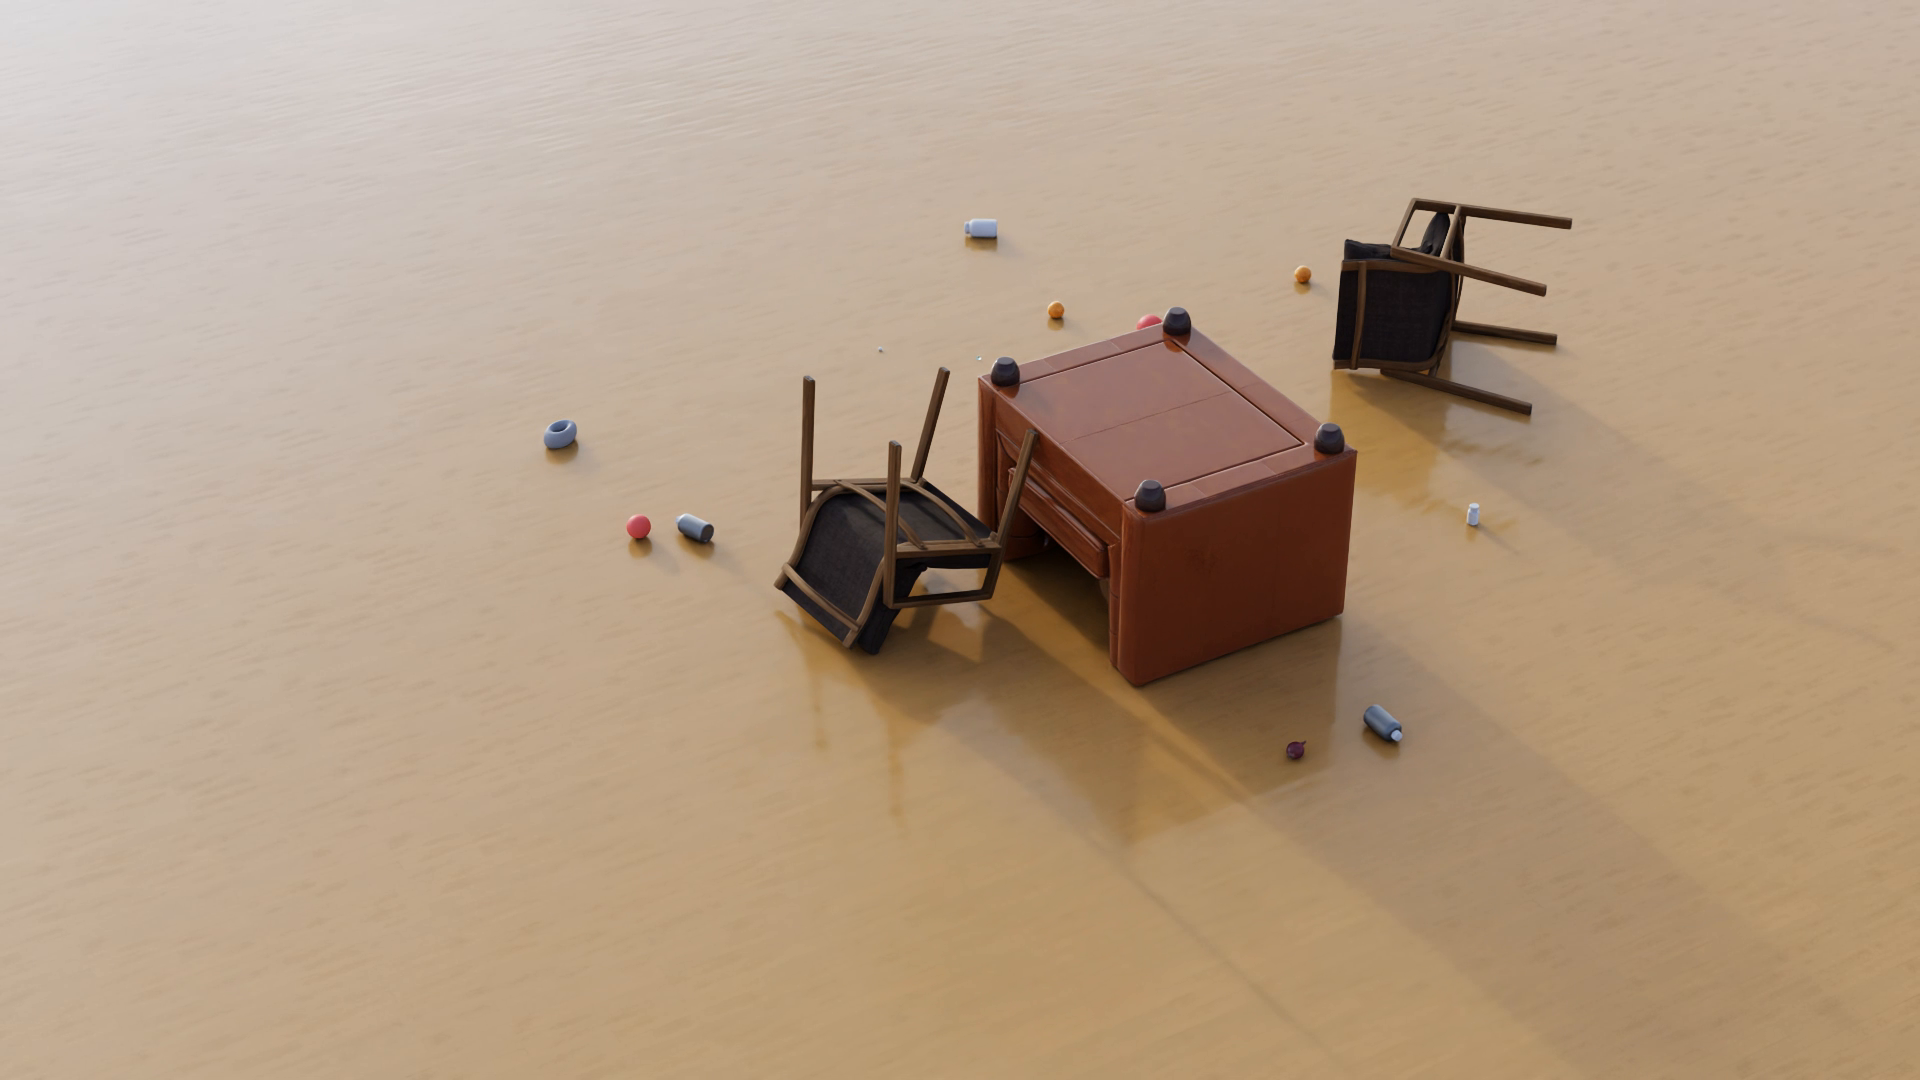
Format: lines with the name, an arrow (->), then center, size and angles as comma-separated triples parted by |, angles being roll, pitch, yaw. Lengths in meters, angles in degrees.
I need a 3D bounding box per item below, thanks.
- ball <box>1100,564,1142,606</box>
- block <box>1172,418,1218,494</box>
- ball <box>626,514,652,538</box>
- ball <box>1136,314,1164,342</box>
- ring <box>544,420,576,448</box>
ball -> 0.581, 0.160, 10.566 | 0.150, 0.150, 0.150 | 0, 33, 0
block -> 0.901, -0.325, 11.227 | 0.098, 0.231, 0.154 | -18, 37, -25
ball -> -1.199, -0.050, 10.938 | 0.092, 0.092, 0.092 | 0, 33, 0
ball -> 0.790, -0.878, 12.171 | 0.116, 0.116, 0.116 | 0, 33, 0
ring -> -1.569, -0.415, 11.504 | 0.150, 0.078, 0.094 | -31, 52, -33
